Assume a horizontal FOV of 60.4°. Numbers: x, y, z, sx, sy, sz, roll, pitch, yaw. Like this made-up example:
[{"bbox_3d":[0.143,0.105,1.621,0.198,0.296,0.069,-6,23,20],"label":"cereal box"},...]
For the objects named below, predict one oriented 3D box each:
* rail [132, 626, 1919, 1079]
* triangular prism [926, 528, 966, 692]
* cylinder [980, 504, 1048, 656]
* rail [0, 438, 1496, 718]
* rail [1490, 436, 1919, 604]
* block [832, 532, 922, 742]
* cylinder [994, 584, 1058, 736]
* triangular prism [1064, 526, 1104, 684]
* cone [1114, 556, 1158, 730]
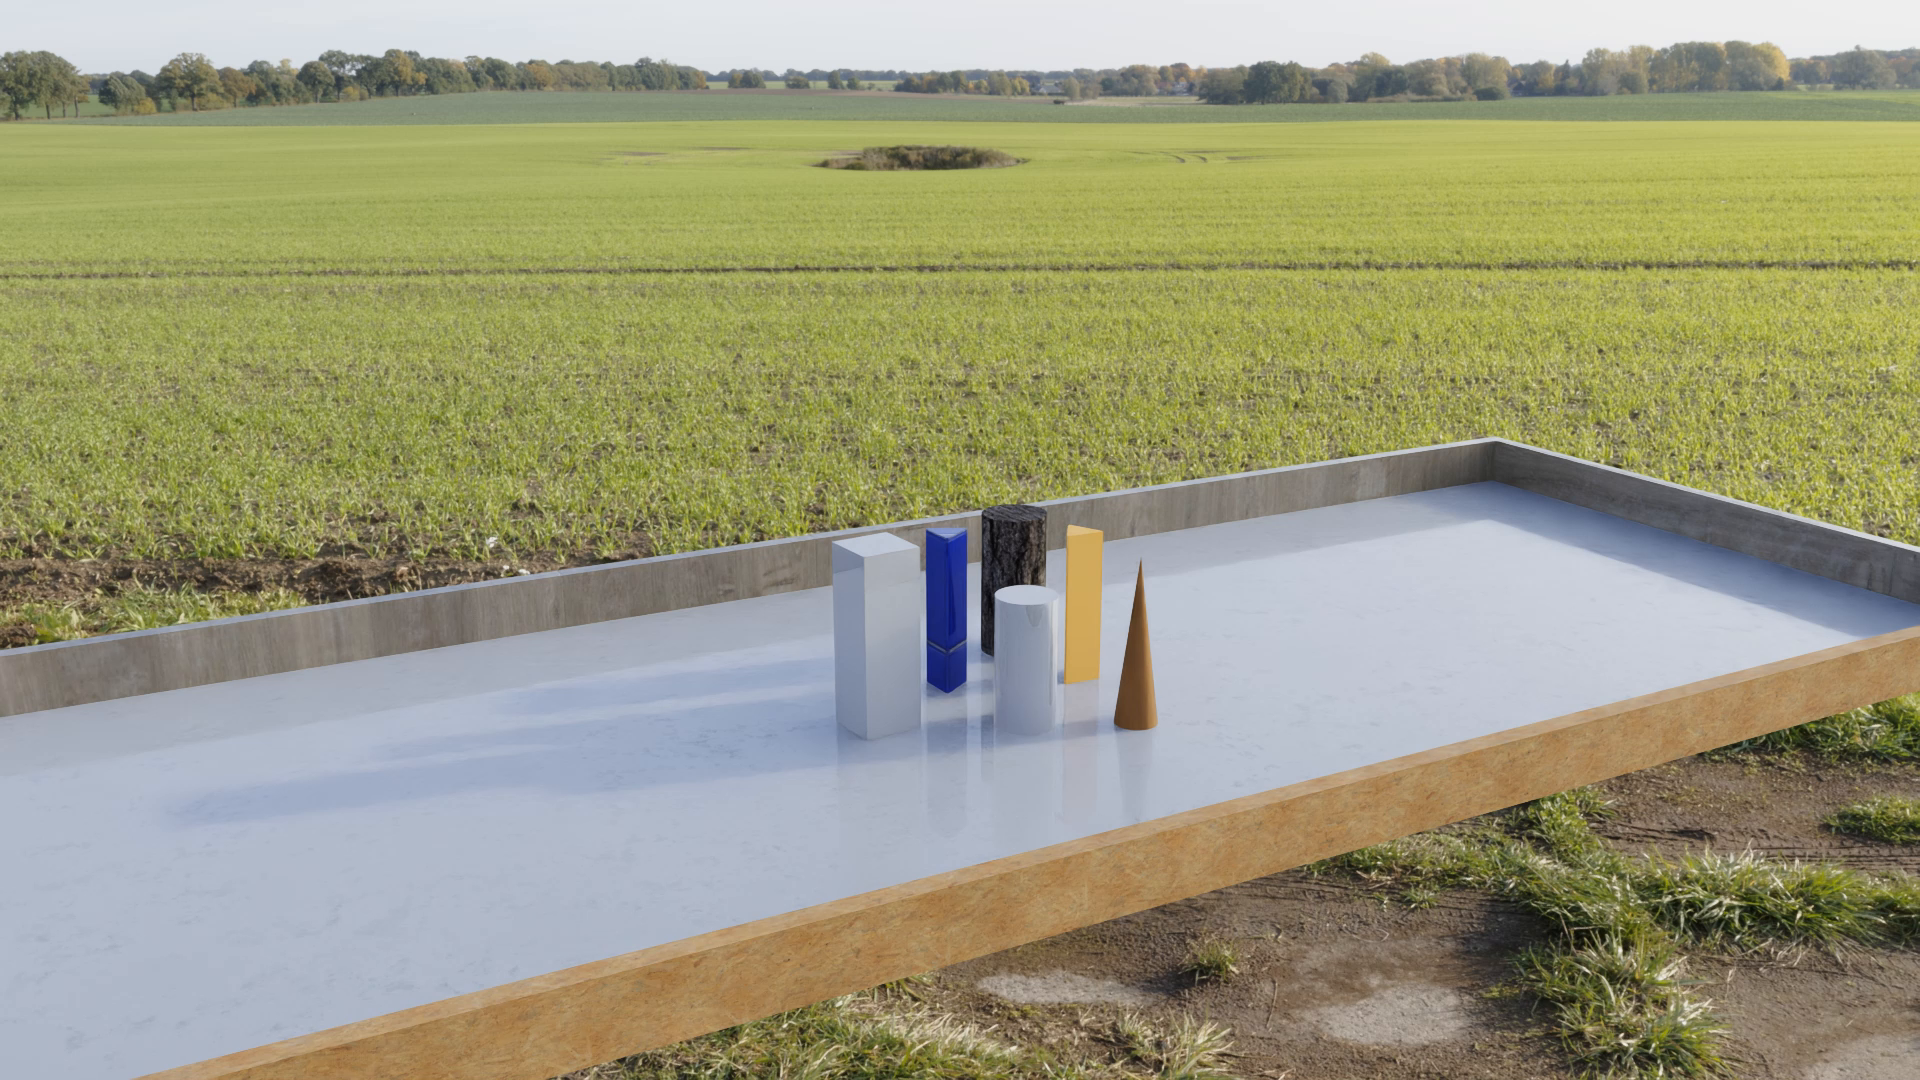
[{"bbox_3d":[-2.336,1.006,1.665,12.000,0.150,0.050,-9,18,-27],"label":"rail"},{"bbox_3d":[-0.020,0.168,4.074,0.086,0.399,0.099,-10,19,-30],"label":"triangular prism"},{"bbox_3d":[0.141,0.108,4.327,0.170,0.372,0.170,0,16,0],"label":"cylinder"},{"bbox_3d":[-3.305,0.497,3.399,12.000,0.150,0.050,-9,18,-27],"label":"rail"},{"bbox_3d":[2.466,-0.048,5.253,0.050,0.150,2.100,-9,18,-27],"label":"rail"},{"bbox_3d":[-0.192,0.221,3.819,0.146,0.441,0.146,-11,19,-32],"label":"block"},{"bbox_3d":[0.154,0.279,3.844,0.147,0.318,0.147,0,16,0],"label":"cylinder"},{"bbox_3d":[0.290,0.158,4.131,0.099,0.386,0.086,-7,18,-23],"label":"triangular prism"},{"bbox_3d":[0.415,0.234,3.837,0.104,0.408,0.104,0,16,0],"label":"cone"}]
